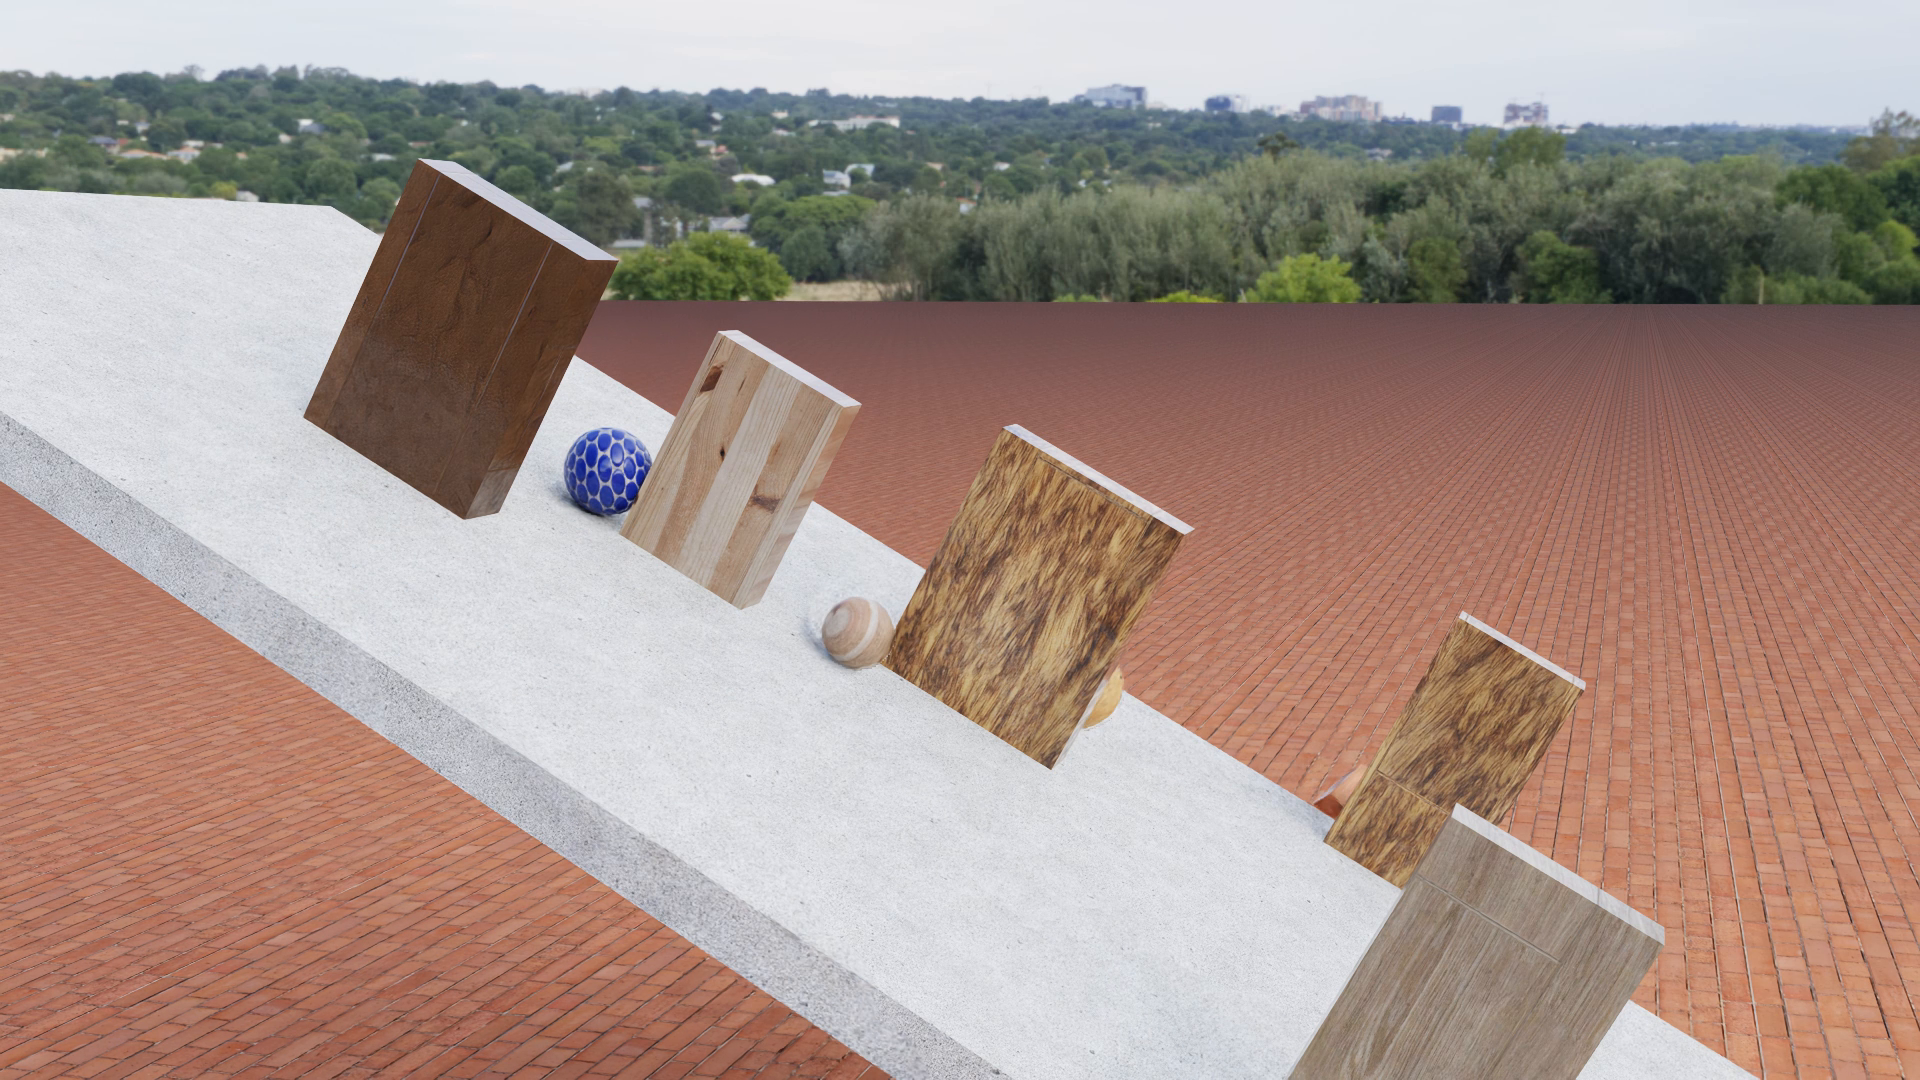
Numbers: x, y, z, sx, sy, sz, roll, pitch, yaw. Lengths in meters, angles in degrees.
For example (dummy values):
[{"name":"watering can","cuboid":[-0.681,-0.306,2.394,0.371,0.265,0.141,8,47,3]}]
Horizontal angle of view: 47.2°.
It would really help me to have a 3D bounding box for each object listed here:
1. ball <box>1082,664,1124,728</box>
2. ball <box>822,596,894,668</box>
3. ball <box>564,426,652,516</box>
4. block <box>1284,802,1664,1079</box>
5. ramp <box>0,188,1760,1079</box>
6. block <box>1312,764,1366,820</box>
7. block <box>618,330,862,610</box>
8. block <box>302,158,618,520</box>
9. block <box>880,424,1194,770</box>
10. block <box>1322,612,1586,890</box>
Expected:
[{"name":"ball","cuboid":[0.243,0.296,4.552,0.189,0.189,0.189,0,7,0]},{"name":"ball","cuboid":[-0.197,0.178,4.242,0.138,0.138,0.138,0,7,0]},{"name":"ball","cuboid":[-0.692,-0.136,4.330,0.175,0.175,0.175,0,7,0]},{"name":"block","cuboid":[0.688,0.712,3.104,0.325,0.595,0.086,31,14,11]},{"name":"ramp","cuboid":[-0.206,0.341,4.139,4.000,0.100,2.000,31,14,11]},{"name":"block","cuboid":[0.896,0.601,5.011,0.113,0.113,0.113,-37,-8,-25]},{"name":"block","cuboid":[-0.428,-0.137,4.265,0.292,0.451,0.098,31,14,11]},{"name":"block","cuboid":[-0.910,-0.364,3.994,0.373,0.530,0.127,31,14,11]},{"name":"block","cuboid":[0.144,0.110,4.303,0.408,0.537,0.101,31,14,11]},{"name":"block","cuboid":[1.045,0.473,4.662,0.292,0.569,0.096,31,14,11]}]
